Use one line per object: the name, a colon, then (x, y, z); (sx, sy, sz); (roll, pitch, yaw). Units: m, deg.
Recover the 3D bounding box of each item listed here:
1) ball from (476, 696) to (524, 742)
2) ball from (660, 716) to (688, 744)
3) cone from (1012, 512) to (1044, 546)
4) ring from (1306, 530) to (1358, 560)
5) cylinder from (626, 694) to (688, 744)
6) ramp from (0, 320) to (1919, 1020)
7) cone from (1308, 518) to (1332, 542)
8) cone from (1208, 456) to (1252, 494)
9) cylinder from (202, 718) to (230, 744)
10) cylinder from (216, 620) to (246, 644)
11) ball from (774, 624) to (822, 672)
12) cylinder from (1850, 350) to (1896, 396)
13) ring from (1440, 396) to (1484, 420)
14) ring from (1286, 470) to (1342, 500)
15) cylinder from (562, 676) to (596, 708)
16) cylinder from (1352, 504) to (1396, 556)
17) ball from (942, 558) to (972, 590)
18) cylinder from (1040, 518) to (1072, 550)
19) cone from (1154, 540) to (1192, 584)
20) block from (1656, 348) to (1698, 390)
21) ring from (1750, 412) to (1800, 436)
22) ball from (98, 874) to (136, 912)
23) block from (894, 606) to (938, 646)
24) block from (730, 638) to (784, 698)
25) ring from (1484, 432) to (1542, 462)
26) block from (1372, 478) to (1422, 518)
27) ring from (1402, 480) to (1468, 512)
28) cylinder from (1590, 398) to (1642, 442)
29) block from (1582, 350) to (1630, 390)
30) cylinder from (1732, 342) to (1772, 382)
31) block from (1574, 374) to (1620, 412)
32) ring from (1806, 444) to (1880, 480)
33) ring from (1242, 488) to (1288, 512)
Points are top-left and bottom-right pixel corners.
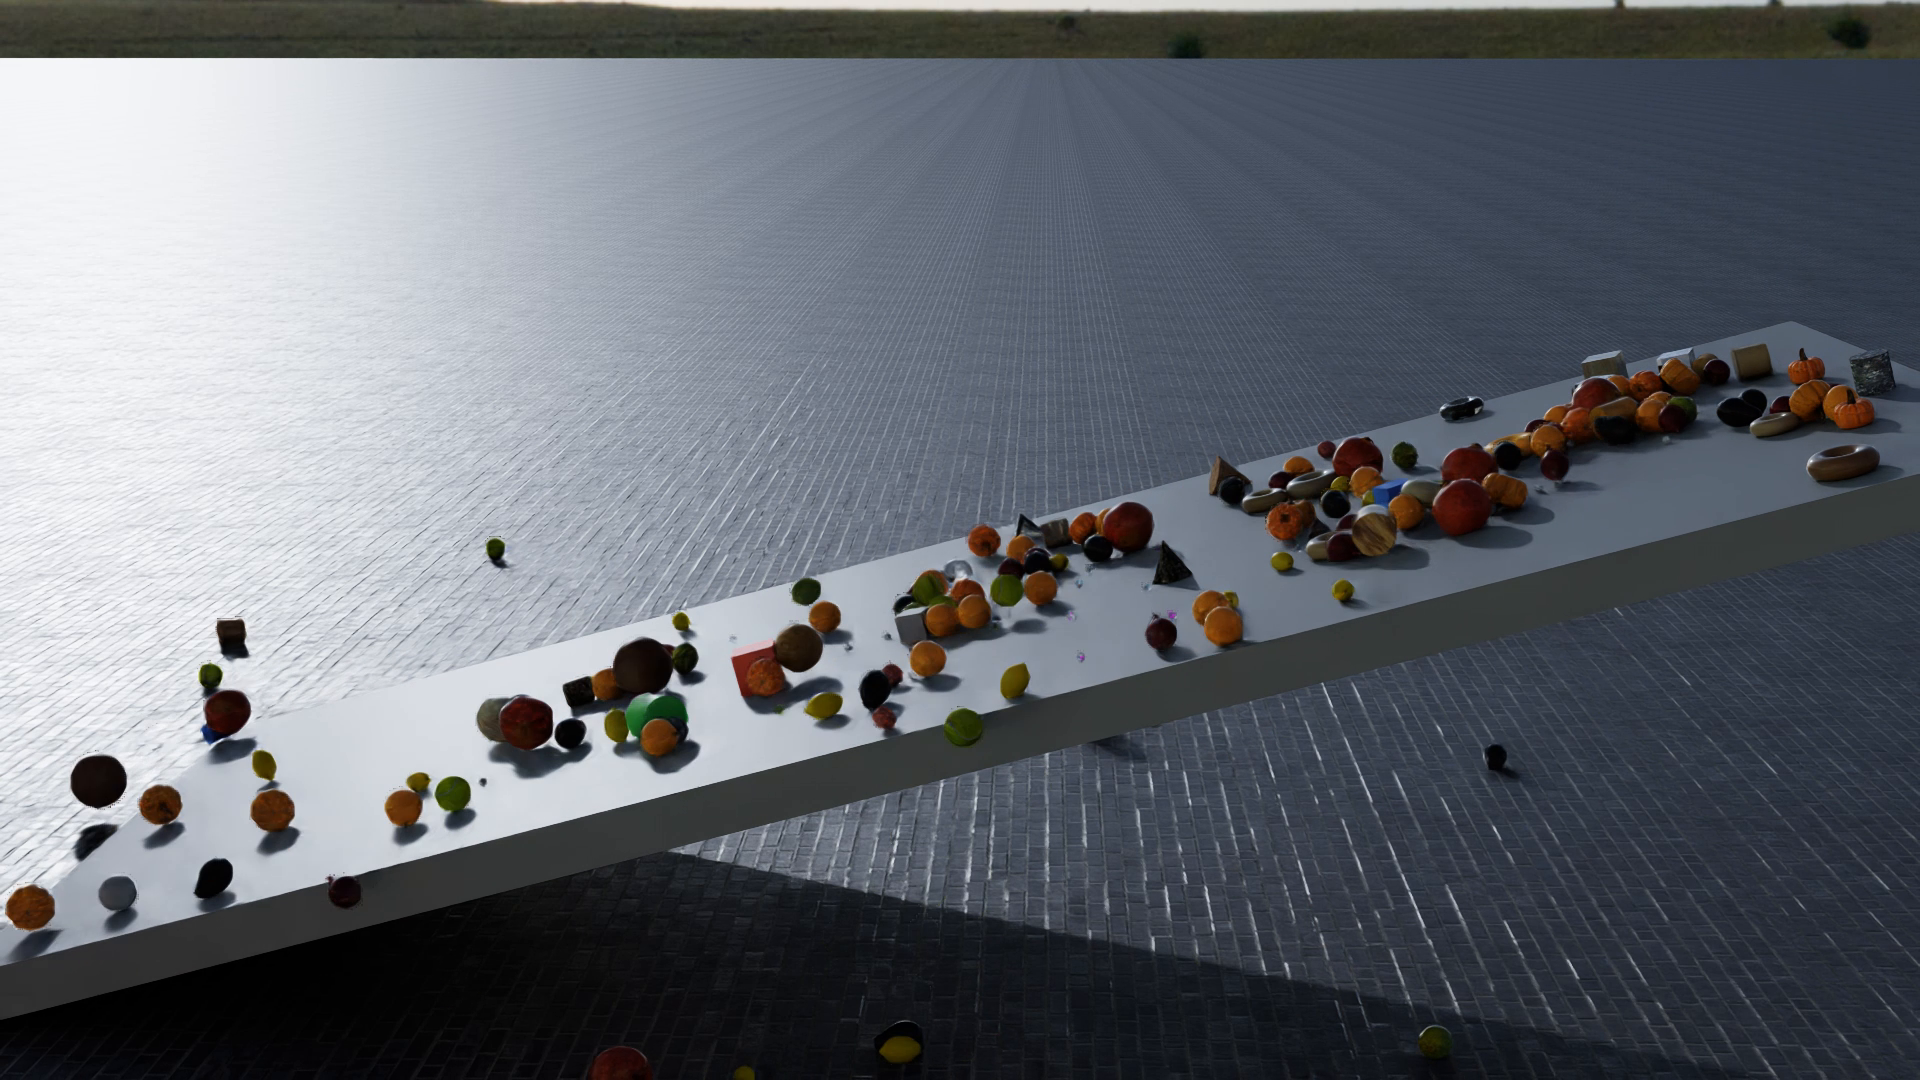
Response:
ball: (-0.984, 0.383, 6.298); (0.100, 0.100, 0.100); (0, 10, 0)
ball: (-0.562, 0.376, 5.796); (0.054, 0.054, 0.054); (0, 10, 0)
cone: (0.174, -0.020, 7.005); (0.081, 0.081, 0.081); (11, 10, -3)
ring: (0.750, 0.009, 5.890); (0.115, 0.038, 0.115); (-15, 10, 3)
cylinder: (-0.604, 0.355, 5.858); (0.095, 0.095, 0.095); (-5, 3, -29)
ramp: (0.080, 0.191, 6.330); (4.000, 0.100, 2.000); (-15, 9, 4)
cone: (0.752, -0.009, 6.030); (0.059, 0.059, 0.059); (17, 15, 17)
cone: (0.648, -0.145, 6.959); (0.095, 0.095, 0.095); (11, 9, -7)
cylinder: (-1.852, 0.475, 7.323); (0.051, 0.051, 0.051); (9, 24, 41)
cylinder: (-2.209, 0.278, 8.921); (0.071, 0.071, 0.071); (2, 8, -28)
ball: (-0.335, 0.224, 6.098); (0.100, 0.100, 0.100); (0, 10, 0)
cylinder: (1.871, -0.343, 6.031); (0.078, 0.078, 0.078); (-15, 9, 2)
ring: (1.209, -0.317, 7.090); (0.109, 0.036, 0.109); (-16, 10, 3)
ring: (0.794, -0.123, 6.595); (0.130, 0.043, 0.130); (-16, 10, 3)
cylinder: (-0.840, 0.335, 6.484); (0.057, 0.057, 0.057); (-18, 15, -16)
cylinder: (0.817, -0.019, 5.795); (0.087, 0.087, 0.087); (1, 12, 8)
ball: (-0.007, 0.078, 6.605); (0.072, 0.072, 0.072); (0, 10, 0)
cylinder: (0.224, -0.015, 6.816); (0.062, 0.062, 0.062); (-15, 10, 1)
cone: (0.430, 0.039, 6.086); (0.084, 0.084, 0.084); (-15, 9, 2)
block: (1.639, -0.391, 6.713); (0.072, 0.072, 0.072); (-11, 10, 26)
ring: (1.634, -0.232, 5.901); (0.098, 0.033, 0.098); (-15, 8, 2)
ball: (-1.622, 0.680, 5.663); (0.070, 0.070, 0.070); (0, 10, 0)
block: (-0.092, 0.179, 6.179); (0.061, 0.061, 0.061); (-11, 10, 24)
block: (-0.420, 0.266, 6.113); (0.088, 0.088, 0.088); (-15, 9, 1)
ring: (1.202, -0.201, 6.393); (0.126, 0.042, 0.126); (-16, 8, 2)
block: (0.906, -0.085, 6.109); (0.066, 0.066, 0.066); (-19, 10, -20)
ring: (0.962, -0.089, 5.965); (0.136, 0.045, 0.136); (14, -4, 1)
cylinder: (1.402, -0.258, 6.292); (0.077, 0.077, 0.077); (-19, 16, -19)
block: (1.514, -0.391, 6.896); (0.081, 0.081, 0.081); (-11, 10, 27)
cylinder: (1.762, -0.396, 6.546); (0.072, 0.072, 0.072); (-14, 8, 8)
block: (1.453, -0.334, 6.694); (0.067, 0.067, 0.067); (-22, 11, -35)
ring: (1.611, -0.141, 5.366); (0.131, 0.044, 0.131); (-14, 10, 3)
ring: (0.684, -0.089, 6.595); (0.105, 0.035, 0.105); (-14, 10, 2)
